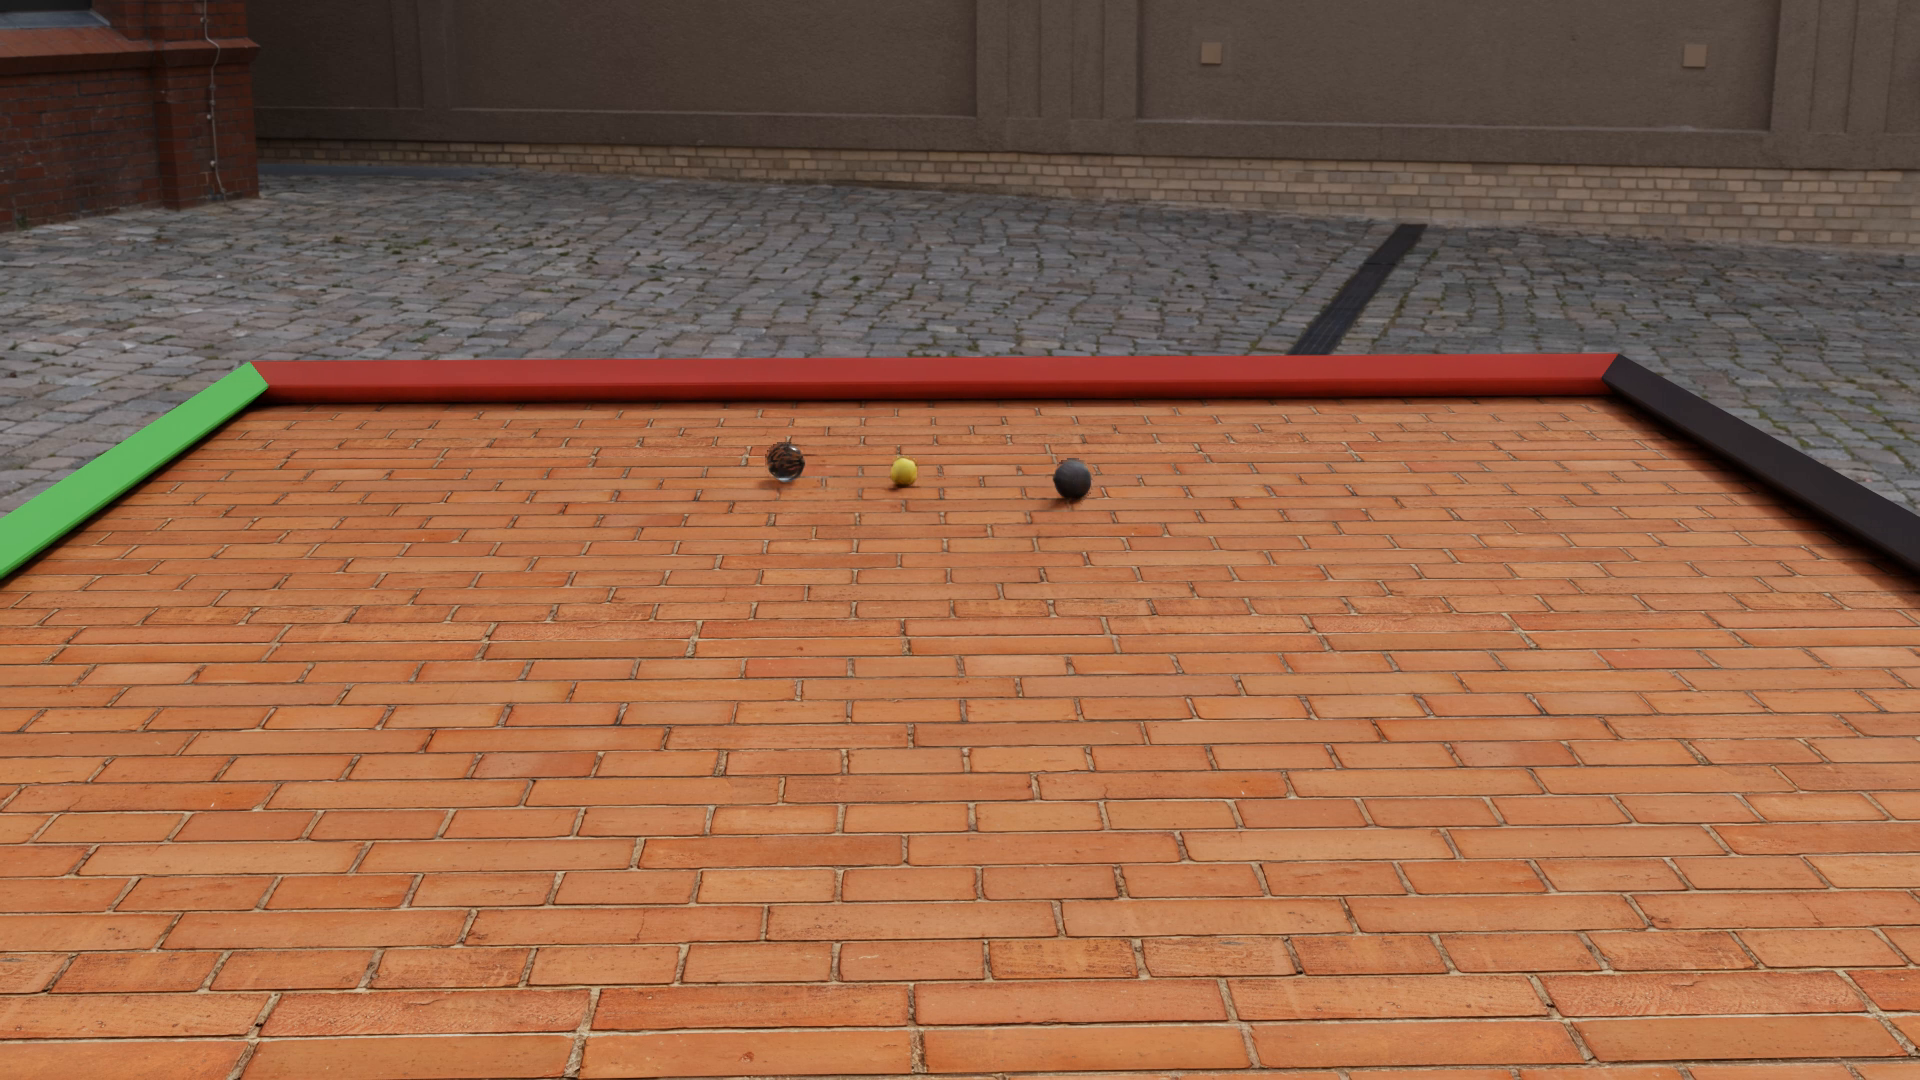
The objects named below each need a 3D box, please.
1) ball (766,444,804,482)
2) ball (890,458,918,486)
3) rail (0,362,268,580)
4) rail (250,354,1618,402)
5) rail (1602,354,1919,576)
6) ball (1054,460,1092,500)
[{"bbox_3d":[-0.272,-0.120,3.428,0.059,0.059,0.059,0,15,0],"label":"ball"},{"bbox_3d":[-0.087,-0.105,3.400,0.043,0.043,0.043,0,15,0],"label":"ball"},{"bbox_3d":[-1.206,0.284,1.868,0.045,0.077,4.478,0,15,-2],"label":"rail"},{"bbox_3d":[-0.035,-0.294,4.046,2.532,0.077,0.045,0,15,-2],"label":"rail"},{"bbox_3d":[1.277,0.264,1.945,0.045,0.077,4.478,0,15,-2],"label":"rail"},{"bbox_3d":[0.170,-0.091,3.319,0.058,0.058,0.058,0,15,0],"label":"ball"}]
